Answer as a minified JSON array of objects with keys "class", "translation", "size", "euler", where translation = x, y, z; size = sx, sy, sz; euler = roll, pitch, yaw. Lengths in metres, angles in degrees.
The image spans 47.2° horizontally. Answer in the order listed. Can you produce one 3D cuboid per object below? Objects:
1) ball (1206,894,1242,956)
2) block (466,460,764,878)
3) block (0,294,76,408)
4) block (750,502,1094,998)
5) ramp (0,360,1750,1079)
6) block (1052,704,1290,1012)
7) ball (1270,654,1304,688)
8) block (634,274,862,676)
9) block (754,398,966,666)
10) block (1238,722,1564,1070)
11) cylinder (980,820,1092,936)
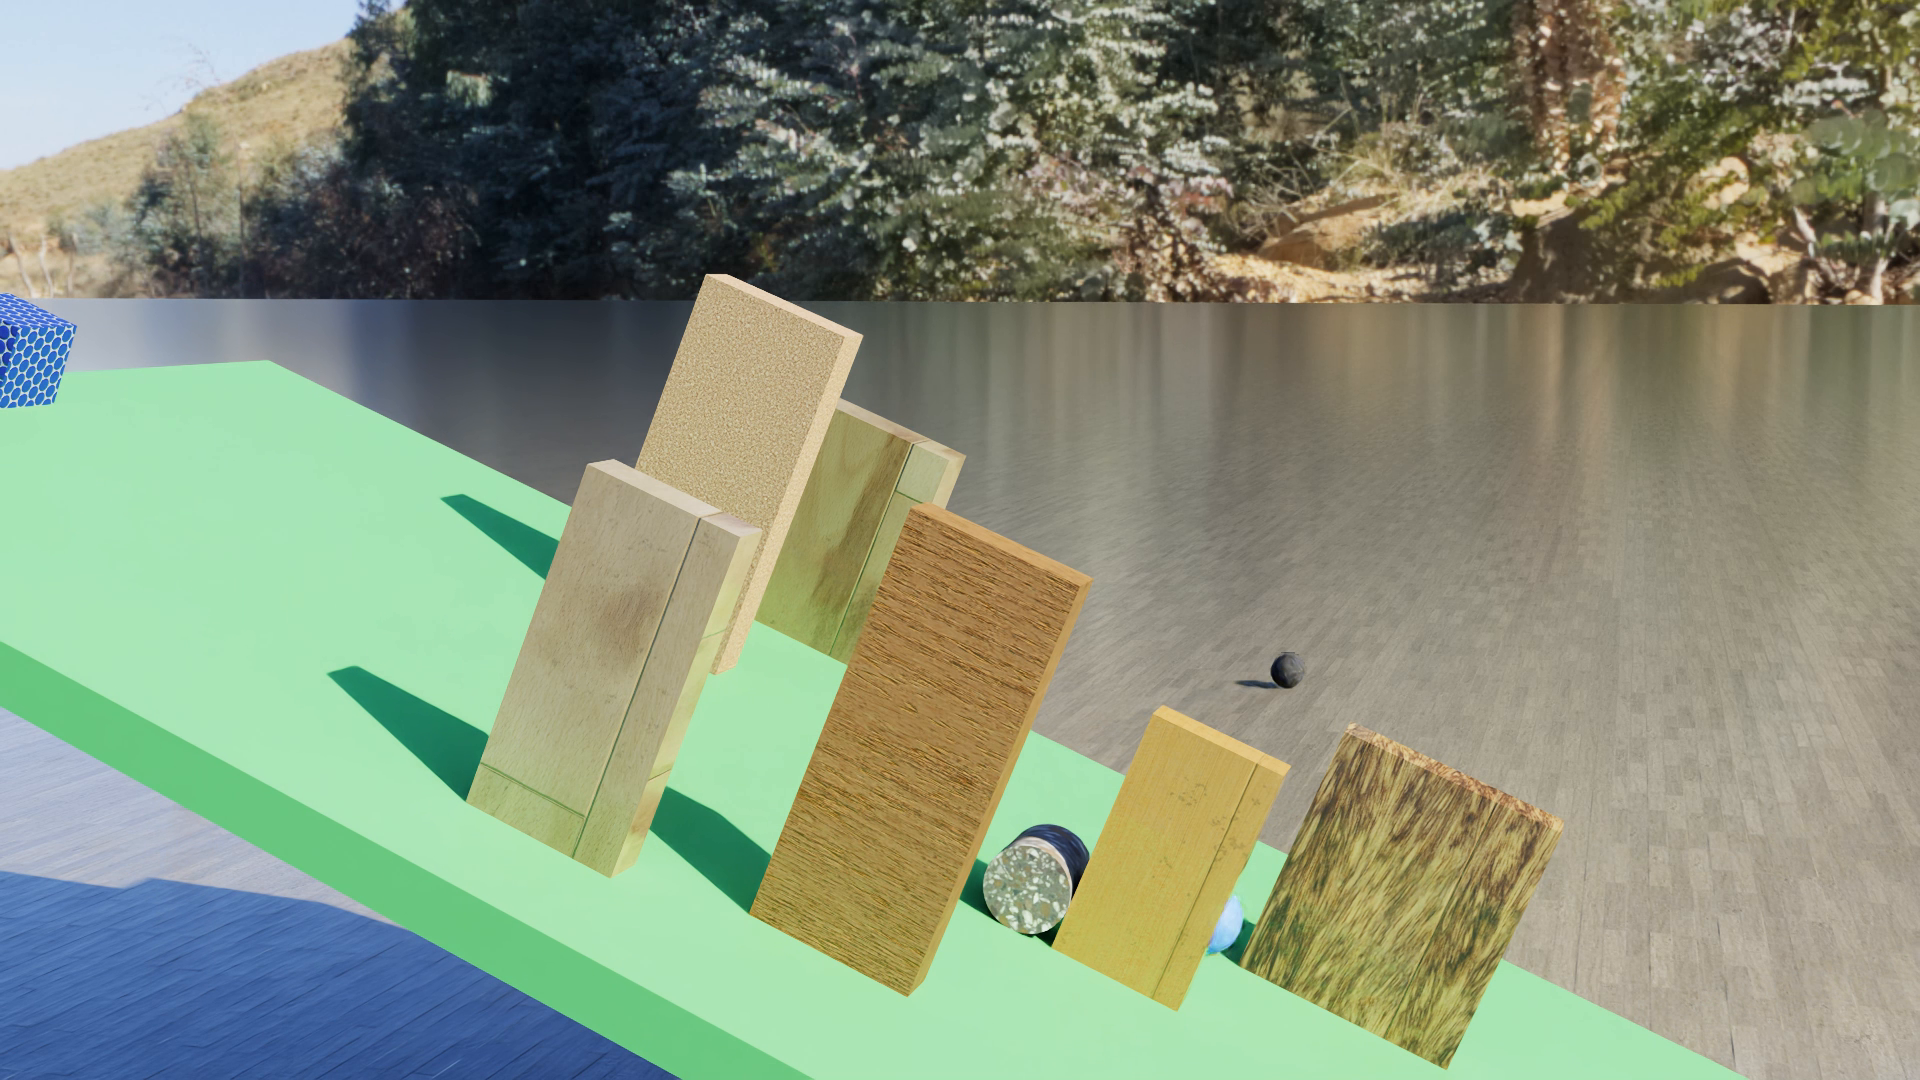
[{"class":"ball","translation":[0.463,0.712,4.156],"size":[0.143,0.143,0.143],"euler":[0,7,0]},{"class":"block","translation":[-0.555,0.205,3.507],"size":[0.277,0.601,0.093],"euler":[25,13,13]},{"class":"block","translation":[-1.979,-0.392,4.544],"size":[0.178,0.178,0.178],"euler":[25,13,12]},{"class":"block","translation":[-0.067,0.334,3.498],"size":[0.294,0.729,0.088],"euler":[25,13,13]},{"class":"ramp","translation":[-0.300,0.529,4.191],"size":[4.000,0.100,2.000],"euler":[25,13,13]},{"class":"block","translation":[0.370,0.561,3.879],"size":[0.248,0.471,0.084],"euler":[25,13,13]},{"class":"ball","translation":[1.470,0.590,9.873],"size":[0.150,0.150,0.150],"euler":[0,7,0]},{"class":"block","translation":[-0.501,-0.137,4.612],"size":[0.328,0.768,0.109],"euler":[25,13,13]},{"class":"block","translation":[-0.296,-0.035,5.066],"size":[0.439,0.533,0.132],"euler":[25,13,13]},{"class":"block","translation":[0.823,0.665,4.128],"size":[0.427,0.504,0.100],"euler":[25,13,13]},{"class":"cylinder","translation":[0.142,0.613,3.989],"size":[0.162,0.162,0.162],"euler":[3,14,22]}]
